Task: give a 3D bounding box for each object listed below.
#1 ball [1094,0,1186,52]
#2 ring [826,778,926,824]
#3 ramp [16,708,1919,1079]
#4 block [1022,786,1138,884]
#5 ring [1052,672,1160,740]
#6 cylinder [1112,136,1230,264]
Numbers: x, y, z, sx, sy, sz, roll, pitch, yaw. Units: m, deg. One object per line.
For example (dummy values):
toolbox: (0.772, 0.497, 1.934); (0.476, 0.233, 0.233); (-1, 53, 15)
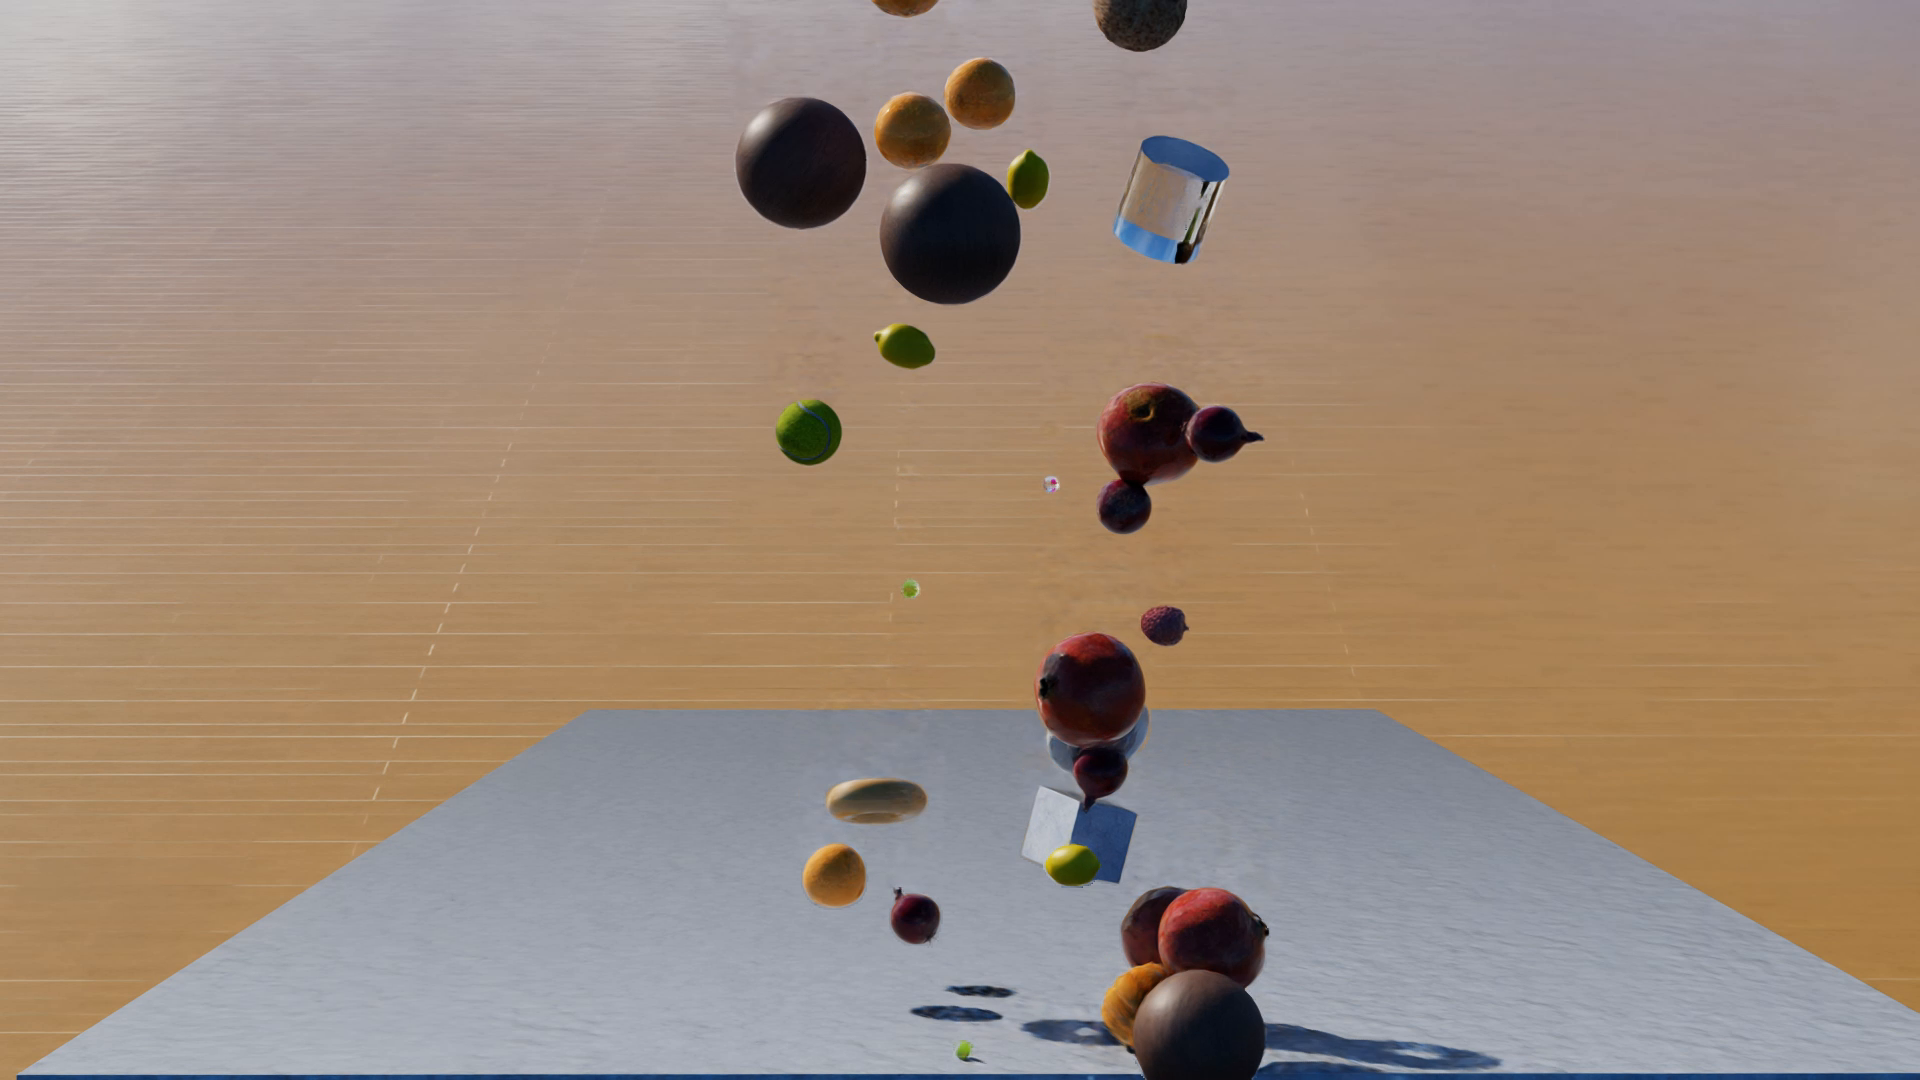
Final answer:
ball: (0.168, -0.500, 2.407); (0.087, 0.087, 0.087); (0, 26, 0)
ring: (-0.094, 0.293, 2.895); (0.114, 0.038, 0.114); (-2, -16, 0)
ramp: (0.059, 0.531, 4.568); (2.000, 0.100, 4.000); (0, 1, 0)
block: (0.132, 0.325, 2.852); (0.080, 0.080, 0.080); (14, 1, -33)
ring: (0.162, 0.182, 2.847); (0.121, 0.040, 0.121); (-7, 23, 3)
cylinder: (0.175, -0.283, 2.140); (0.077, 0.077, 0.077); (14, 32, -9)
